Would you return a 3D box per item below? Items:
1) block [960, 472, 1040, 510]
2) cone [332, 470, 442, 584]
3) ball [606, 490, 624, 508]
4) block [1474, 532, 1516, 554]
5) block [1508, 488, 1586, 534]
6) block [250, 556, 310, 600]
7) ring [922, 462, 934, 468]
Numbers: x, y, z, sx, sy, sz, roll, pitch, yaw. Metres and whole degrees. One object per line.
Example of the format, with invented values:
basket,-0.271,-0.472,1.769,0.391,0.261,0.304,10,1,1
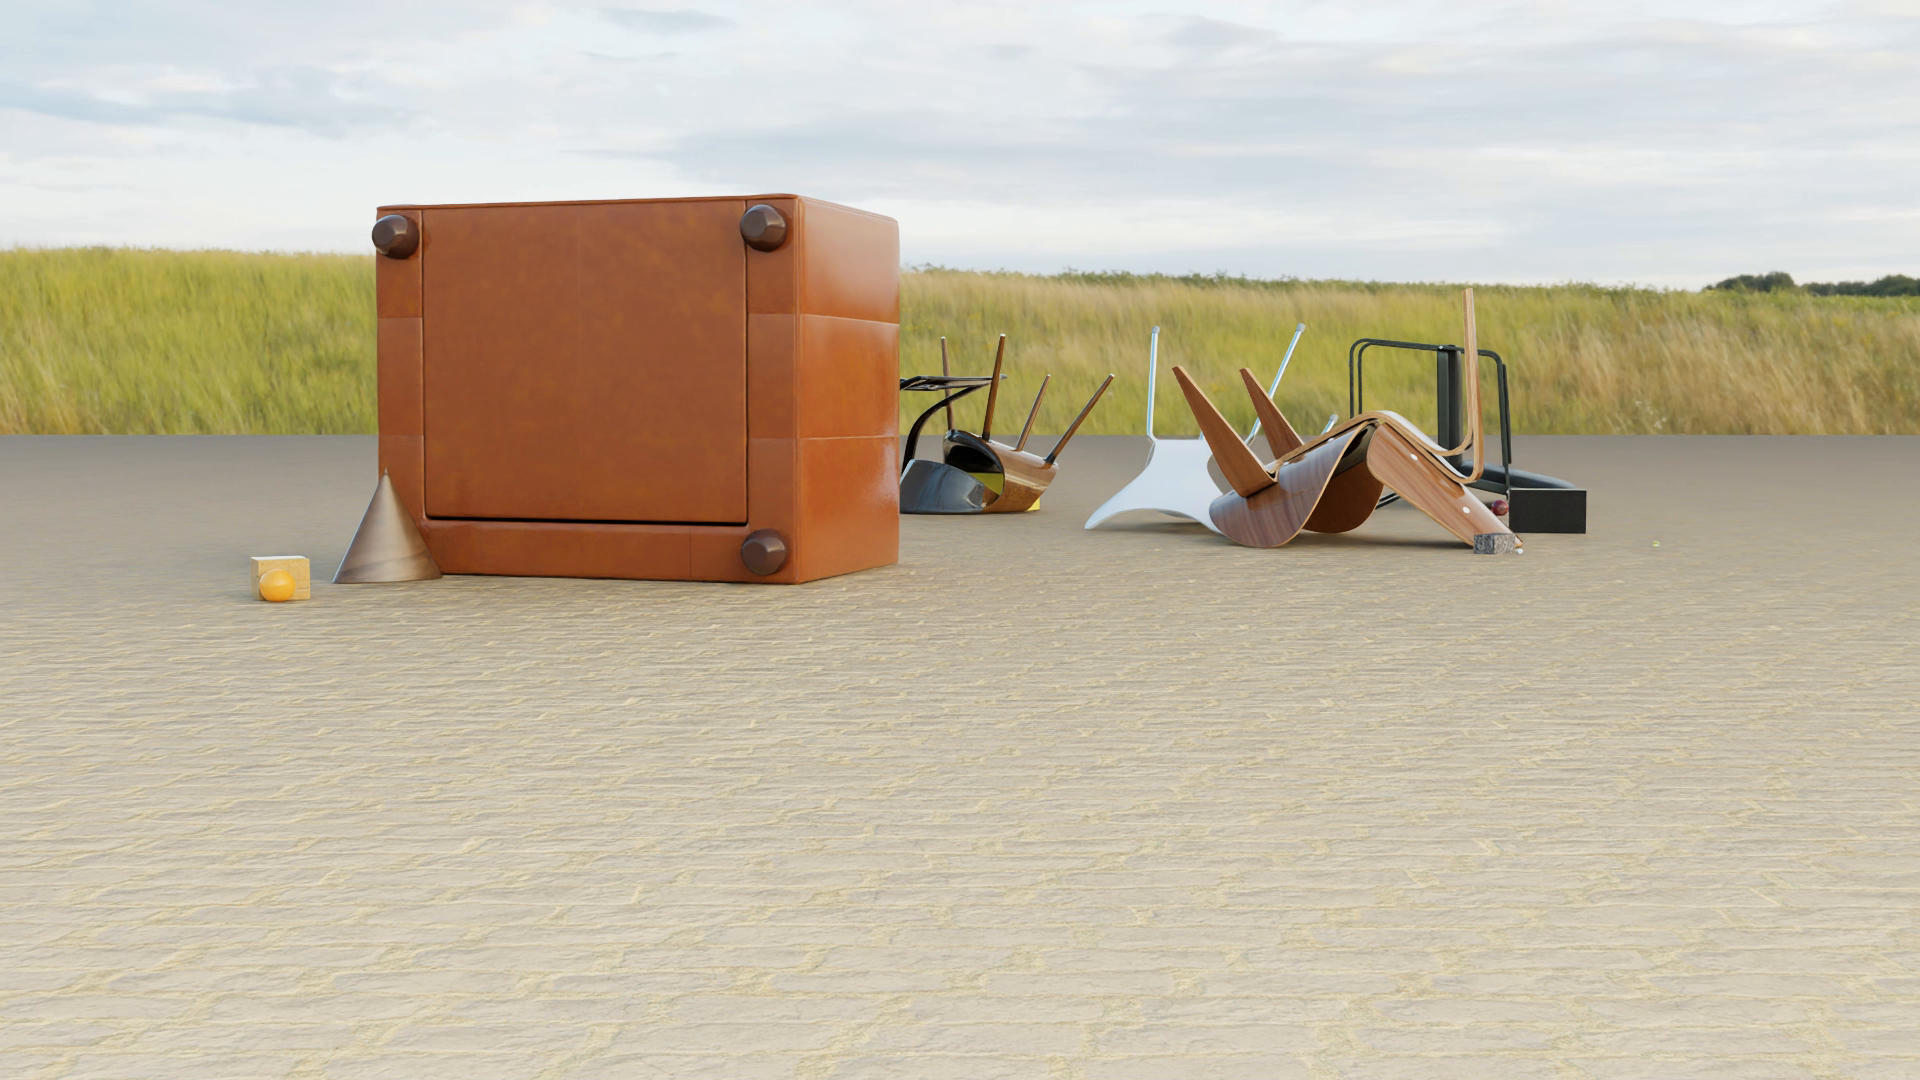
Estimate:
block,0.147,-0.184,8.232,0.252,0.136,0.165,2,5,30
cone,-1.343,-0.037,5.155,0.275,0.265,0.125,-3,5,-39
ball,-1.308,-0.157,8.343,0.068,0.068,0.068,0,4,0
block,1.465,0.010,6.028,0.062,0.051,0.118,3,5,41
block,1.837,-0.091,6.882,0.232,0.135,0.080,1,4,12
block,-1.464,0.082,4.735,0.105,0.085,0.103,-2,4,-27
ring,-0.188,-0.436,12.660,0.072,0.033,0.066,-1,6,-34
